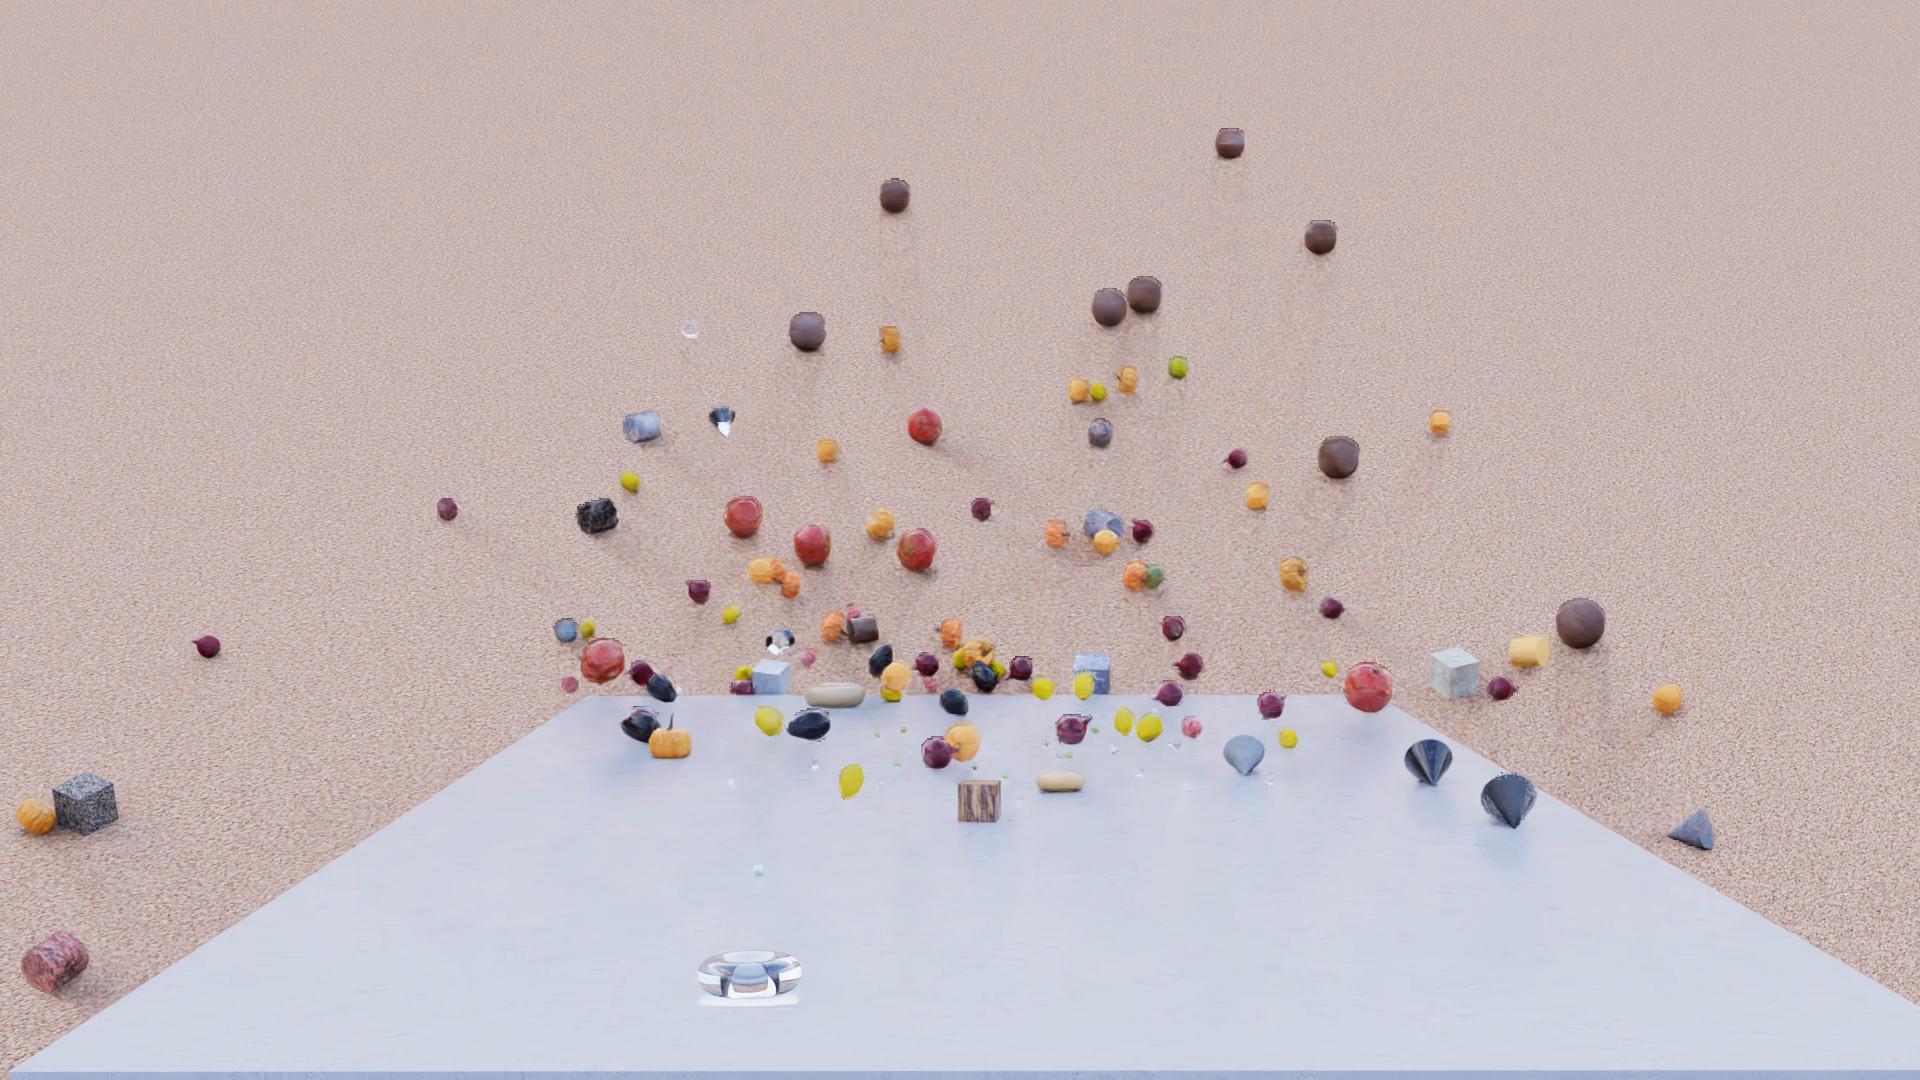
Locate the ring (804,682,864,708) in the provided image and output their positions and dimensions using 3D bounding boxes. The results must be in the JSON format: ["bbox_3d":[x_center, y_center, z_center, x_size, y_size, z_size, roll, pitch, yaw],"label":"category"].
[{"bbox_3d":[-0.307,0.379,6.294,0.148,0.049,0.148,-1,3,0],"label":"ring"}]

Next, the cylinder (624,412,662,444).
[{"bbox_3d":[-1.023,-0.362,8.316,0.087,0.087,0.087,-18,30,-33],"label":"cylinder"}]

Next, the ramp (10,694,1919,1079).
[{"bbox_3d":[0.056,0.510,4.552,2.000,0.100,4.000,0,2,0],"label":"ramp"}]

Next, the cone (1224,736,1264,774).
[{"bbox_3d":[0.546,0.429,4.944,0.079,0.079,0.079,2,29,4],"label":"cone"}]

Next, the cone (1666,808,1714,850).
[{"bbox_3d":[1.709,0.688,6.076,0.099,0.099,0.099,-16,12,36],"label":"cone"}]

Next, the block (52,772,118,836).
[{"bbox_3d":[-2.084,0.629,6.141,0.099,0.099,0.099,16,29,31],"label":"block"}]

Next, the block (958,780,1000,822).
[{"bbox_3d":[0.033,0.436,4.313,0.062,0.062,0.062,0,2,10],"label":"block"}]

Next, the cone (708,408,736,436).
[{"bbox_3d":[-0.768,-0.369,8.389,0.088,0.088,0.088,-6,52,-13],"label":"cone"}]

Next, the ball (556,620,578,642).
[{"bbox_3d":[-1.070,0.250,7.005,0.060,0.060,0.060,0,25,0],"label":"ball"}]

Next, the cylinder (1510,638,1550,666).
[{"bbox_3d":[1.515,0.298,6.855,0.078,0.078,0.078,-3,18,39],"label":"cylinder"}]

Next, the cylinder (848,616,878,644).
[{"bbox_3d":[-0.265,0.245,7.013,0.067,0.067,0.067,-9,26,-17],"label":"cylinder"}]

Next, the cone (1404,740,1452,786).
[{"bbox_3d":[0.874,0.432,4.778,0.090,0.090,0.090,1,29,2],"label":"cone"}]

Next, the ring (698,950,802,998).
[{"bbox_3d":[-0.239,0.493,2.930,0.119,0.040,0.119,-1,1,0],"label":"ring"}]

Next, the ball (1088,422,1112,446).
[{"bbox_3d":[0.449,-0.341,8.277,0.082,0.082,0.082,0,25,0],"label":"ball"}]

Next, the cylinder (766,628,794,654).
[{"bbox_3d":[-0.486,0.274,6.968,0.055,0.055,0.055,17,29,32],"label":"cylinder"}]

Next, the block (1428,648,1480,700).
[{"bbox_3d":[1.295,0.349,6.761,0.091,0.091,0.091,-12,27,-24],"label":"block"}]

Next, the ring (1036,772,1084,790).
[{"bbox_3d":[0.182,0.440,4.704,0.089,0.030,0.089,0,0,0],"label":"ring"}]

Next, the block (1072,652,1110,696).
[{"bbox_3d":[0.345,0.357,6.745,0.089,0.089,0.089,4,25,8],"label":"block"}]

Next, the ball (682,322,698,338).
[{"bbox_3d":[-0.961,-0.747,9.194,0.056,0.056,0.056,0,25,0],"label":"ball"}]

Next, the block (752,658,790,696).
[{"bbox_3d":[-0.494,0.366,6.739,0.076,0.076,0.076,7,24,16],"label":"block"}]

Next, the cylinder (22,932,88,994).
[{"bbox_3d":[-1.944,0.907,5.537,0.095,0.095,0.095,12,27,24],"label":"cylinder"}]
